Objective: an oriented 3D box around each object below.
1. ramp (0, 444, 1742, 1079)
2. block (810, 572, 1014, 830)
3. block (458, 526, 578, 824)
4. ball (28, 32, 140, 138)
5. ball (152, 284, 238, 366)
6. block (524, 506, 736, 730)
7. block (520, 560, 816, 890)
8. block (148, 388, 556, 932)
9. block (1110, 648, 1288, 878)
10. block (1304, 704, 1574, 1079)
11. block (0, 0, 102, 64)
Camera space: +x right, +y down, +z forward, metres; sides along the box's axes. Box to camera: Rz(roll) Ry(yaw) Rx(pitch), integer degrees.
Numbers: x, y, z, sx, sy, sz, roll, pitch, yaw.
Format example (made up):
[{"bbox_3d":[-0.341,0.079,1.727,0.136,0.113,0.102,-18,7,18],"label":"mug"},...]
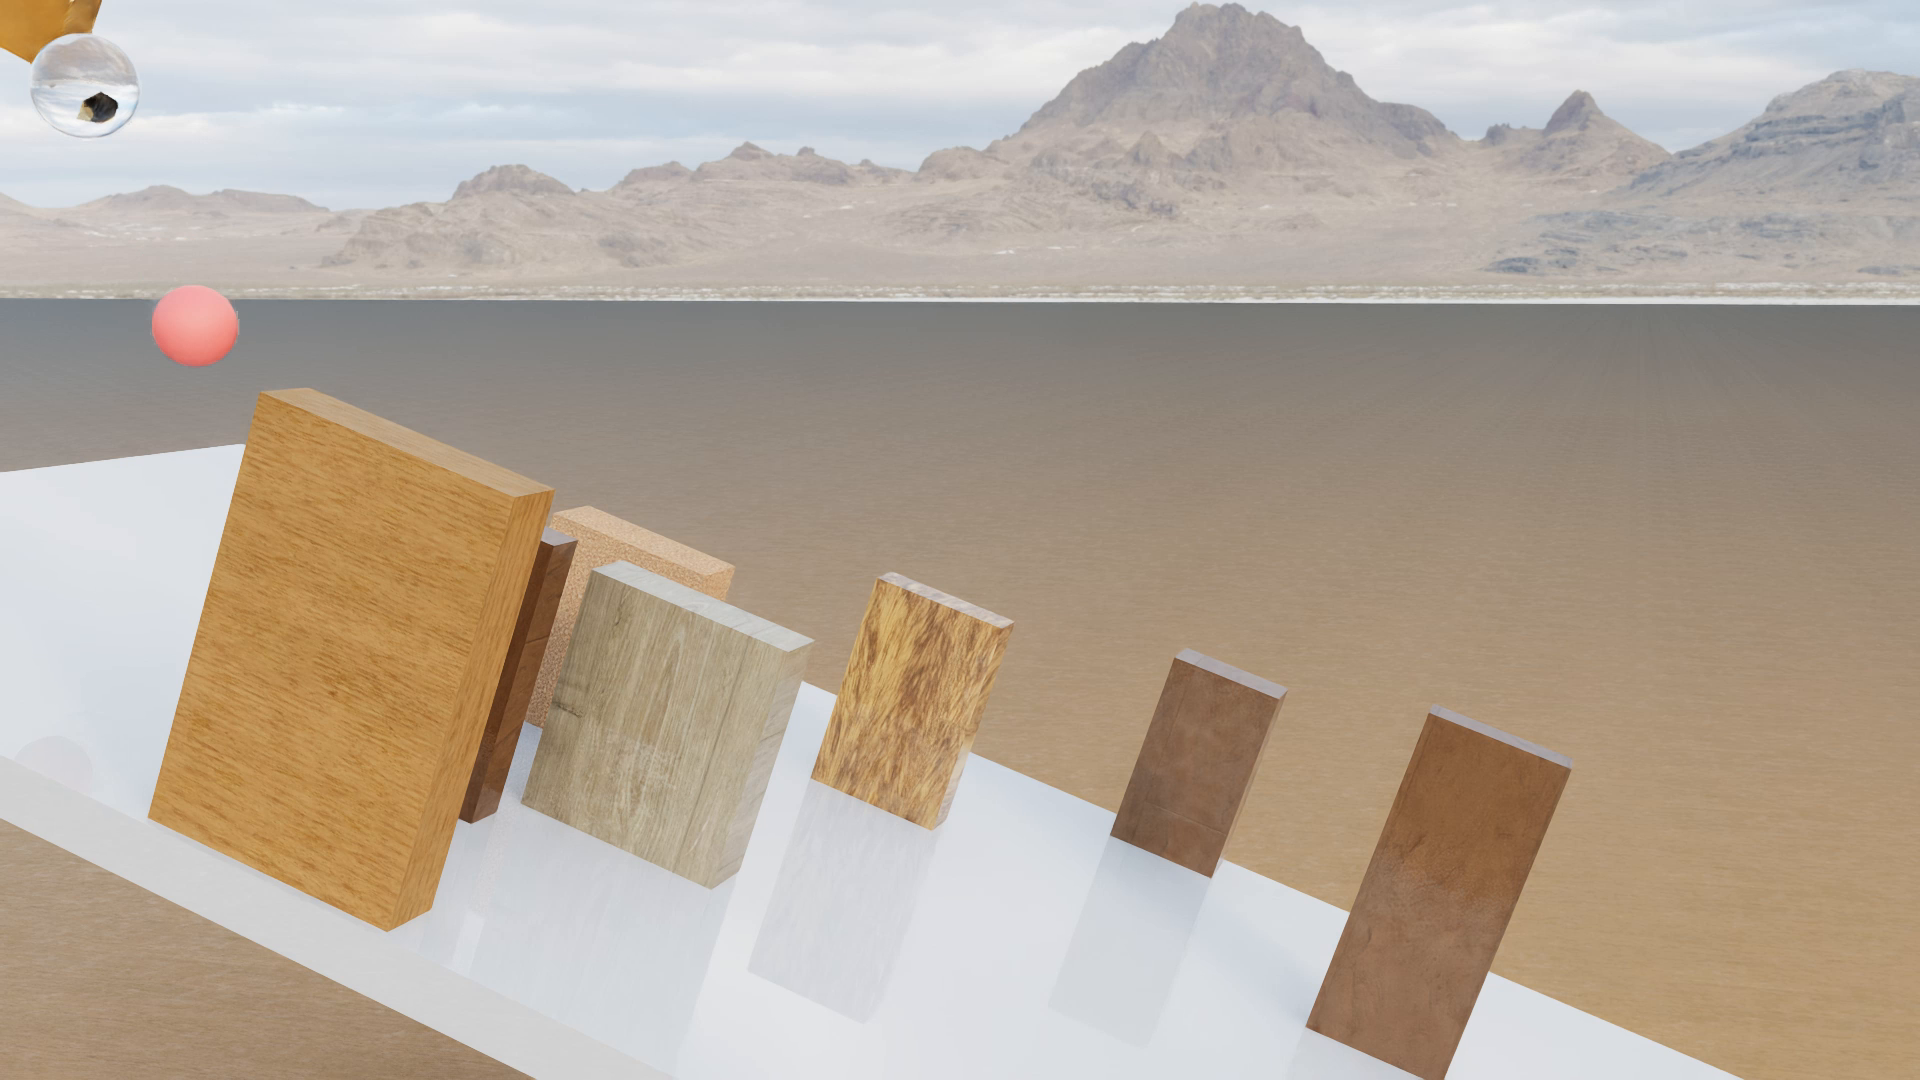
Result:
[{"bbox_3d":[-0.342,0.633,4.216,4.000,0.100,2.000,22,12,14],"label":"ramp"},{"bbox_3d":[-0.100,0.334,4.579,0.284,0.456,0.098,22,12,14],"label":"block"},{"bbox_3d":[-0.866,0.203,3.843,0.245,0.523,0.090,22,12,14],"label":"block"},{"bbox_3d":[-1.749,-0.907,4.395,0.207,0.207,0.207,0,7,0],"label":"ball"},{"bbox_3d":[-1.586,-0.444,4.559,0.169,0.169,0.169,0,7,0],"label":"ball"},{"bbox_3d":[-0.688,0.195,4.391,0.340,0.422,0.149,22,12,14],"label":"block"},{"bbox_3d":[-0.527,0.328,3.951,0.394,0.460,0.129,22,12,14],"label":"block"},{"bbox_3d":[-0.942,0.180,3.382,0.447,0.711,0.127,22,12,14],"label":"block"},{"bbox_3d":[0.530,0.493,4.881,0.244,0.432,0.133,22,12,14],"label":"block"},{"bbox_3d":[0.895,0.666,4.125,0.271,0.657,0.092,22,12,14],"label":"block"},{"bbox_3d":[-2.016,-1.185,4.818,0.192,0.192,0.192,29,33,-11],"label":"block"}]
